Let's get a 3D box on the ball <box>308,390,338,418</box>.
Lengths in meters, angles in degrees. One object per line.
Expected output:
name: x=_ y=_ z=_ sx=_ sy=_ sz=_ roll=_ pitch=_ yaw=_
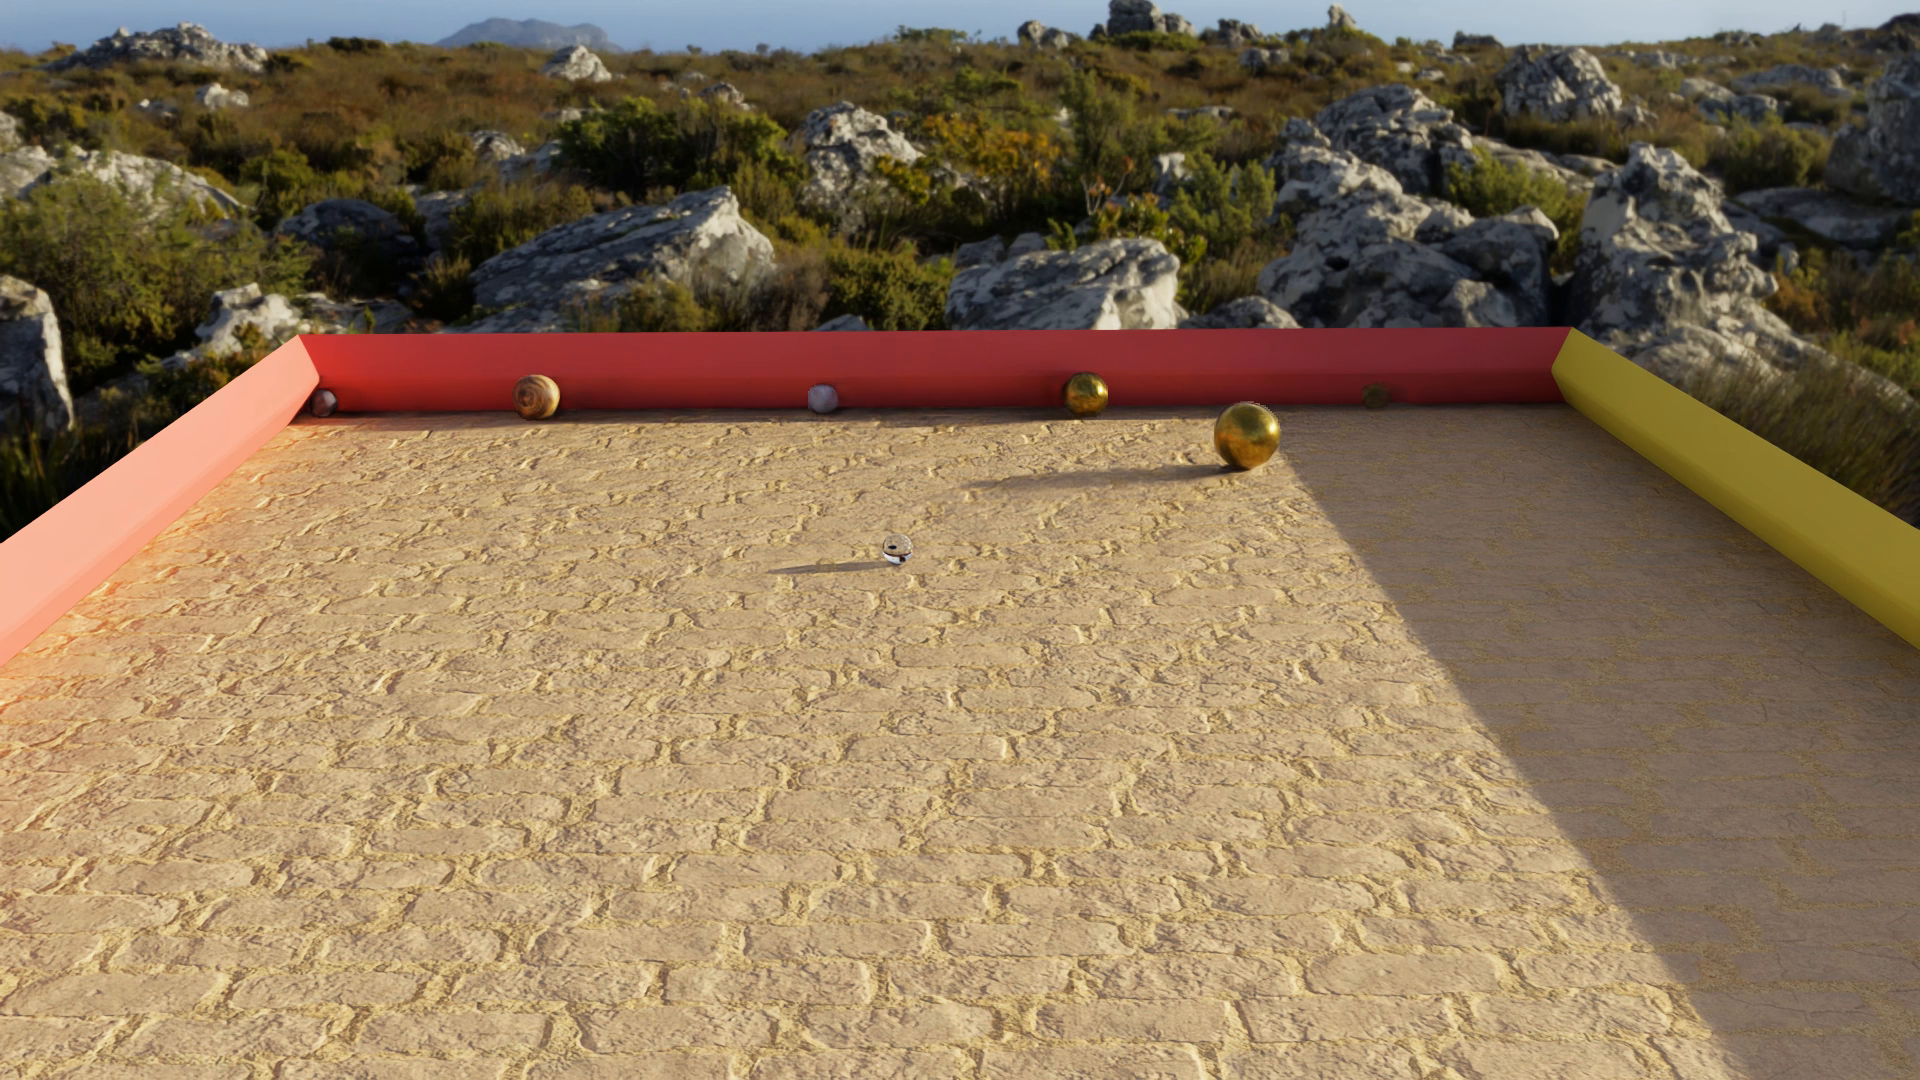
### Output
ball: x=-1.059 y=-0.227 z=3.657 sx=0.046 sy=0.046 sz=0.046 roll=0 pitch=16 yaw=0

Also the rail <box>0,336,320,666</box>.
rail: x=-1.019 y=0.231 z=1.869 sx=0.045 sy=0.129 sz=3.787 roll=-1 pitch=16 yaw=-2

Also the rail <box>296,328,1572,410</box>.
rail: x=-0.031 y=-0.284 z=3.702 sx=2.152 sy=0.129 sz=0.045 roll=-1 pitch=16 yaw=-2

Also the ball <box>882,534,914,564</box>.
ball: x=-0.080 y=0.011 z=2.819 sx=0.040 sy=0.040 sz=0.040 roll=0 pitch=16 yaw=0

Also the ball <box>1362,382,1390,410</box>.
ball: x=0.704 y=-0.243 z=3.716 sx=0.045 sy=0.045 sz=0.045 roll=0 pitch=16 yaw=0

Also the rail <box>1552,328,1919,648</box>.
rail: x=1.084 y=0.211 z=1.938 sx=0.045 sy=0.129 sz=3.787 roll=-1 pitch=16 yaw=-2

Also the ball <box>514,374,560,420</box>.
ball: x=-0.699 y=-0.236 z=3.634 sx=0.076 sy=0.076 sz=0.076 roll=0 pitch=16 yaw=0

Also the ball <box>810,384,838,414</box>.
ball: x=-0.228 y=-0.236 z=3.681 sx=0.049 sy=0.049 sz=0.049 roll=0 pitch=16 yaw=0

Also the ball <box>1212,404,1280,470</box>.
ball: x=0.430 y=-0.156 z=3.305 sx=0.099 sy=0.099 sz=0.099 roll=0 pitch=16 yaw=0

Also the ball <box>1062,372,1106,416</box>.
ball: x=0.206 y=-0.242 z=3.659 sx=0.074 sy=0.074 sz=0.074 roll=0 pitch=16 yaw=0
